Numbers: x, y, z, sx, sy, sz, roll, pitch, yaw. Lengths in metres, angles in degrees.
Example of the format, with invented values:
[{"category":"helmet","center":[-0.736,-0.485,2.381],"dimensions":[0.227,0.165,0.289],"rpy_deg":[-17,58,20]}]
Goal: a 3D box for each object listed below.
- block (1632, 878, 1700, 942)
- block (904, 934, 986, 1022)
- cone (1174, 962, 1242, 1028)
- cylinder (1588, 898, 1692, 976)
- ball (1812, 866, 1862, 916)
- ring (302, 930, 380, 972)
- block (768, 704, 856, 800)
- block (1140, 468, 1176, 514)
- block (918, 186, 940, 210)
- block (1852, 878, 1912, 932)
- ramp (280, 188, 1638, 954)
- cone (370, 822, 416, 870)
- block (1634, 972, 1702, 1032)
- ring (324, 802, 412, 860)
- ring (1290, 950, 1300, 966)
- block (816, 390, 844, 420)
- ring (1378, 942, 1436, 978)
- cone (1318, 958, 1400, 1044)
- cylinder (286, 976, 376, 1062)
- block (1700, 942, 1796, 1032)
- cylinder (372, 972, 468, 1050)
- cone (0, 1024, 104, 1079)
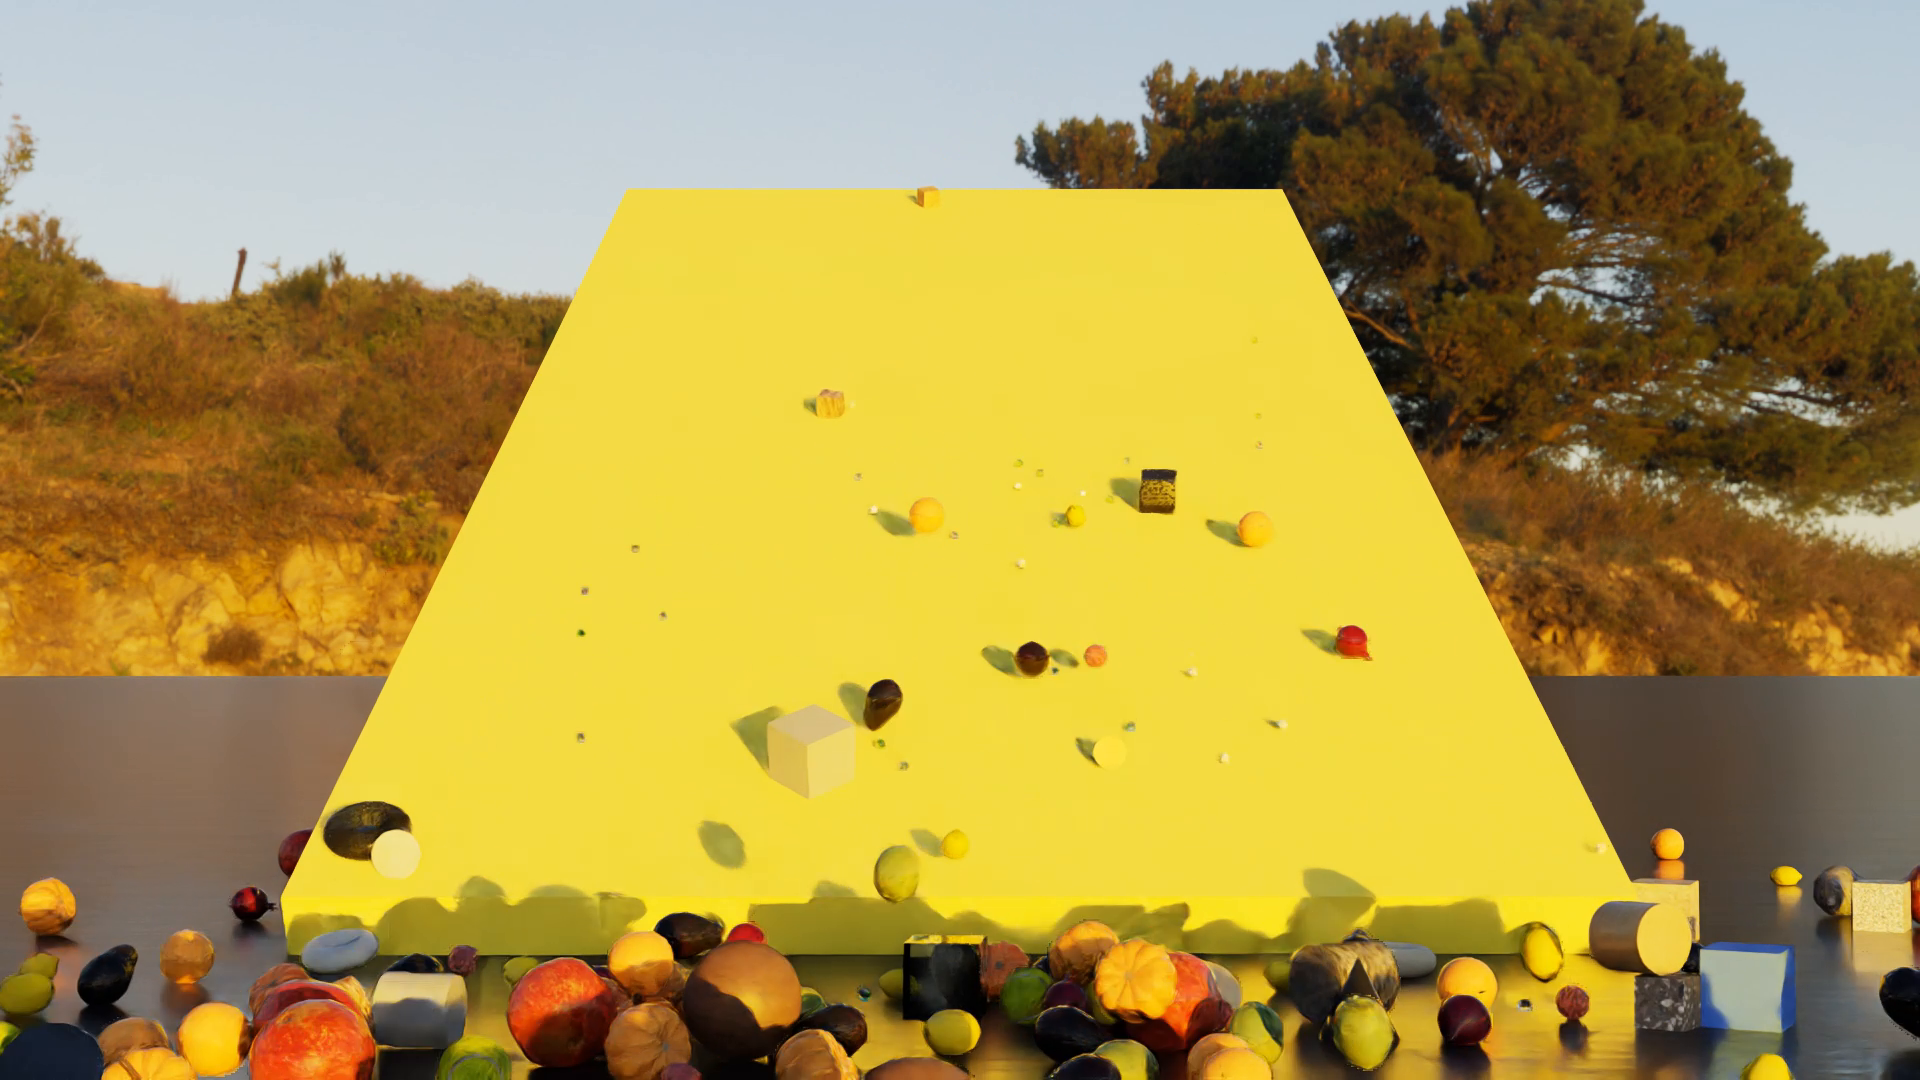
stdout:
[{"category":"block","center":[1.107,0.582,3.643],"dimensions":[0.091,0.091,0.091],"rpy_deg":[-2,-4,26]},{"category":"block","center":[-0.018,0.538,2.853],"dimensions":[0.092,0.092,0.092],"rpy_deg":[0,-3,6]},{"category":"cone","center":[0.291,0.562,2.801],"dimensions":[0.082,0.082,0.082],"rpy_deg":[0,-30,-7]},{"category":"cylinder","center":[0.817,0.478,2.790],"dimensions":[0.084,0.084,0.084],"rpy_deg":[2,-2,-28]},{"category":"ball","center":[1.512,0.604,3.988],"dimensions":[0.087,0.087,0.087],"rpy_deg":[0,-3,0]},{"category":"ring","center":[-0.876,0.581,3.282],"dimensions":[0.109,0.036,0.109],"rpy_deg":[-6,10,1]},{"category":"block","center":[-0.238,0.339,3.721],"dimensions":[0.100,0.100,0.100],"rpy_deg":[-21,31,-39]},{"category":"block","center":[0.407,-0.100,4.767],"dimensions":[0.071,0.071,0.071],"rpy_deg":[3,24,6]},{"category":"block","center":[-0.093,-1.018,6.895],"dimensions":[0.052,0.052,0.052],"rpy_deg":[-10,26,-23]},{"category":"block","center":[1.507,0.598,3.791],"dimensions":[0.077,0.077,0.077],"rpy_deg":[-2,-4,31]},{"category":"ramp","center":[-0.008,-0.227,5.271],"dimensions":[2.000,0.100,4.000],"rpy_deg":[0,24,0]},{"category":"cone","center":[-0.838,0.471,3.497],"dimensions":[0.075,0.075,0.075],"rpy_deg":[-1,-23,17]},{"category":"block","center":[0.843,0.549,2.760],"dimensions":[0.060,0.060,0.060],"rpy_deg":[-2,-4,38]},{"category":"ring","center":[-0.905,0.444,3.546],"dimensions":[0.133,0.044,0.133],"rpy_deg":[1,24,-1]},{"category":"ring","center":[0.515,0.577,3.134],"dimensions":[0.140,0.047,0.140],"rpy_deg":[1,-3,0]},{"category":"block","center":[-0.293,-0.307,5.265],"dimensions":[0.051,0.051,0.051],"rpy_deg":[5,24,10]},{"category":"ring","center":[0.606,0.587,3.243],"dimensions":[0.117,0.039,0.117],"rpy_deg":[1,-2,0]},{"category":"cone","center":[0.460,0.527,2.675],"dimensions":[0.094,0.094,0.094],"rpy_deg":[0,-3,0]},{"category":"cylinder","center":[-0.683,0.519,2.517],"dimensions":[0.071,0.071,0.071],"rpy_deg":[-20,7,-30]},{"category":"block","center":[0.943,0.534,2.775],"dimensions":[0.091,0.091,0.091],"rpy_deg":[-2,-4,30]},{"category":"cylinder","center":[-0.605,0.527,2.599],"dimensions":[0.082,0.082,0.082],"rpy_deg":[1,-3,6]},{"category":"cone","center":[-0.876,0.528,2.240],"dimensions":[0.096,0.096,0.096],"rpy_deg":[1,-30,-18]}]
